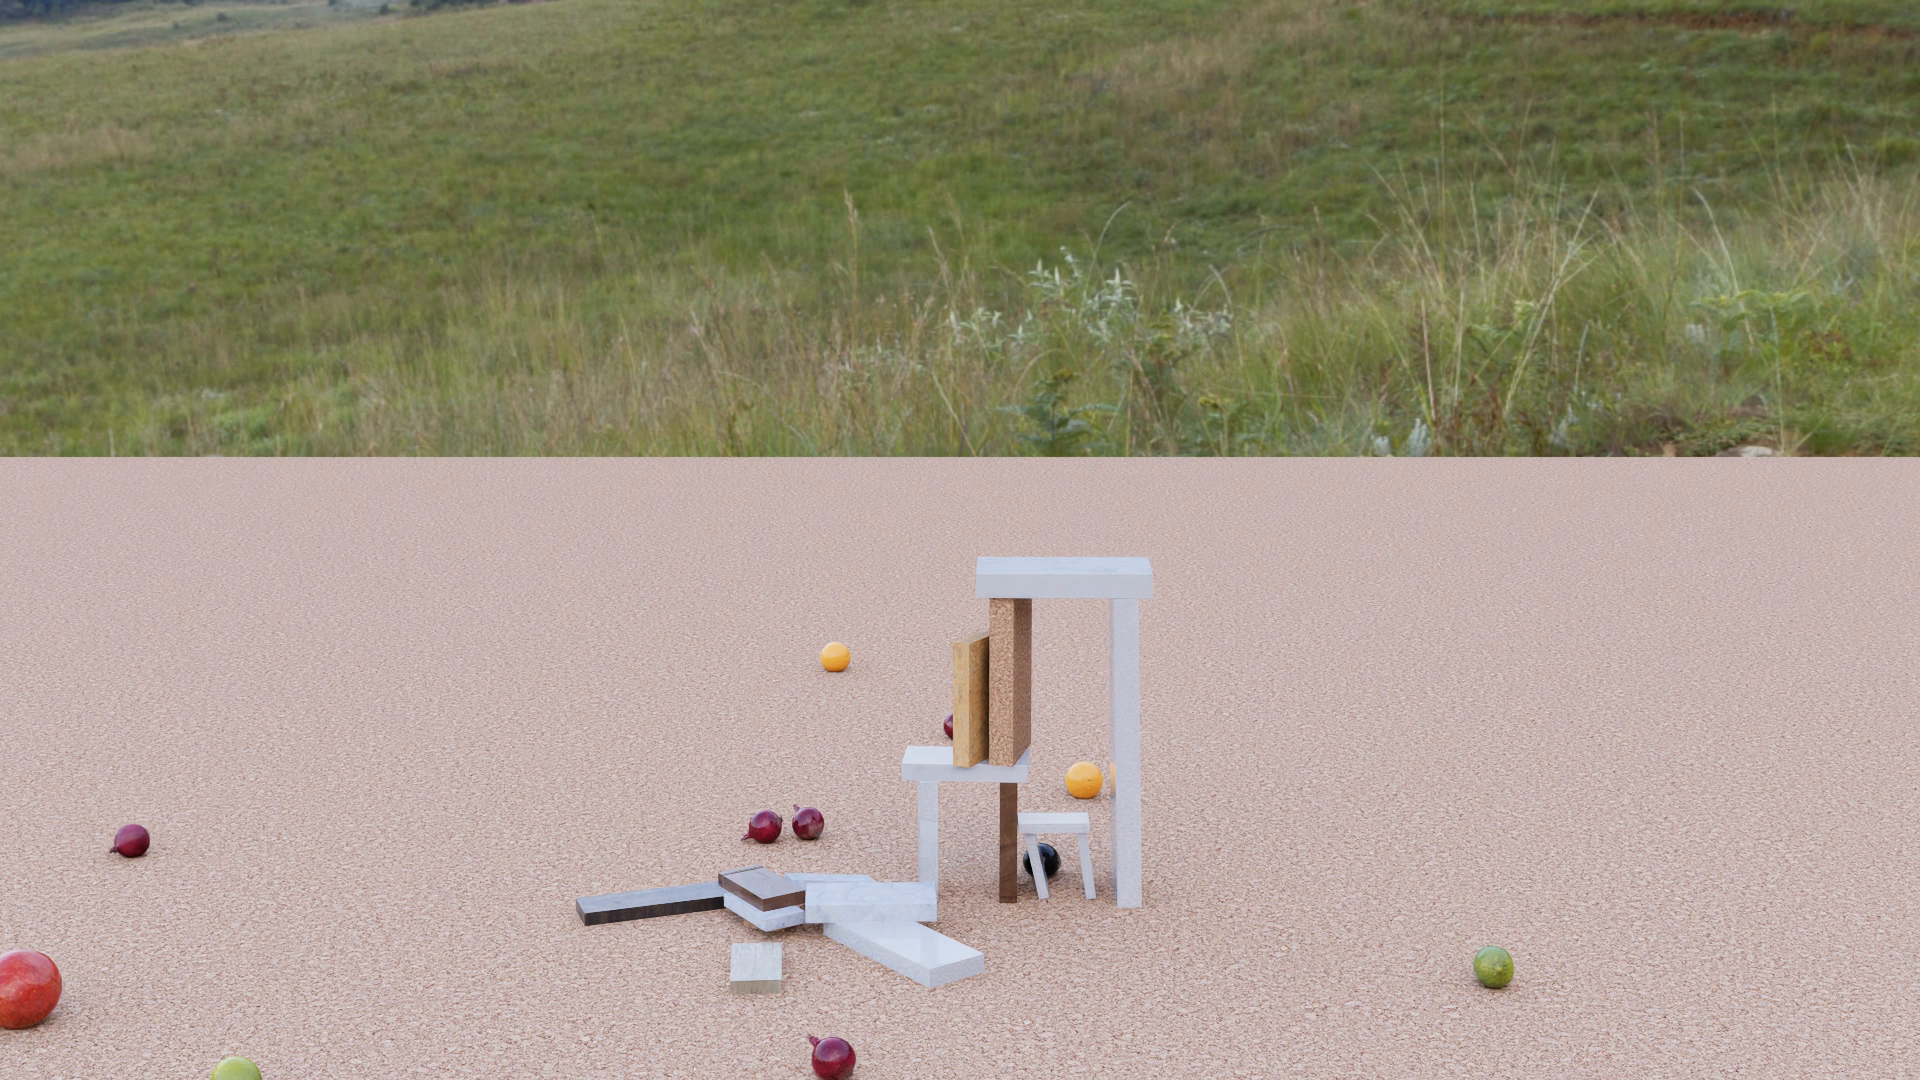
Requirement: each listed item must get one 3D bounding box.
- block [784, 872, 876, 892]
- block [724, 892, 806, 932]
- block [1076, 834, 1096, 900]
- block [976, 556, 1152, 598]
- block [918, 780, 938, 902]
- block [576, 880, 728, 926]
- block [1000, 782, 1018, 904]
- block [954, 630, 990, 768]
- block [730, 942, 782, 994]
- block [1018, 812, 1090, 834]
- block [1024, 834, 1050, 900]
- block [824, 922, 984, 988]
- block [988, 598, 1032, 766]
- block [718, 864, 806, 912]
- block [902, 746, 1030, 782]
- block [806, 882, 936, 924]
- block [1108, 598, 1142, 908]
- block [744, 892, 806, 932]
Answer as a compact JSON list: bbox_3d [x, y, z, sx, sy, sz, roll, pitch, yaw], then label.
[{"bbox_3d":[-0.215,0.570,3.651,0.141,0.020,0.071,4,0,-14],"label":"block"},{"bbox_3d":[-0.313,0.588,3.513,0.071,0.020,0.141,-7,13,-33],"label":"block"},{"bbox_3d":[0.209,0.532,3.658,0.017,0.117,0.059,-9,10,2],"label":"block"},{"bbox_3d":[0.168,0.061,3.576,0.282,0.040,0.141,0,11,2],"label":"block"},{"bbox_3d":[-0.054,0.488,3.656,0.029,0.206,0.103,-1,11,-3],"label":"block"},{"bbox_3d":[-0.466,0.591,3.606,0.313,0.022,0.076,-4,11,-20],"label":"block"},{"bbox_3d":[0.081,0.488,3.655,0.029,0.206,0.103,0,11,1],"label":"block"},{"bbox_3d":[0.026,0.259,3.598,0.029,0.206,0.103,6,12,28],"label":"block"},{"bbox_3d":[-0.307,0.645,3.314,0.076,0.022,0.152,-1,11,-4],"label":"block"},{"bbox_3d":[0.154,0.468,3.636,0.117,0.017,0.058,0,11,0],"label":"block"},{"bbox_3d":[0.127,0.532,3.658,0.017,0.117,0.059,-12,10,4],"label":"block"},{"bbox_3d":[-0.090,0.625,3.401,0.103,0.029,0.280,-8,13,-37],"label":"block"},{"bbox_3d":[0.084,0.217,3.619,0.040,0.282,0.141,3,11,14],"label":"block"},{"bbox_3d":[-0.321,0.561,3.548,0.076,0.022,0.152,-7,13,-33],"label":"block"},{"bbox_3d":[0.011,0.371,3.639,0.206,0.029,0.103,1,11,4],"label":"block"},{"bbox_3d":[-0.142,0.577,3.501,0.206,0.029,0.103,0,11,-3],"label":"block"},{"bbox_3d":[0.271,0.335,3.624,0.040,0.517,0.141,-1,11,0],"label":"block"},{"bbox_3d":[-0.289,0.599,3.567,0.071,0.020,0.141,4,11,18],"label":"block"}]
